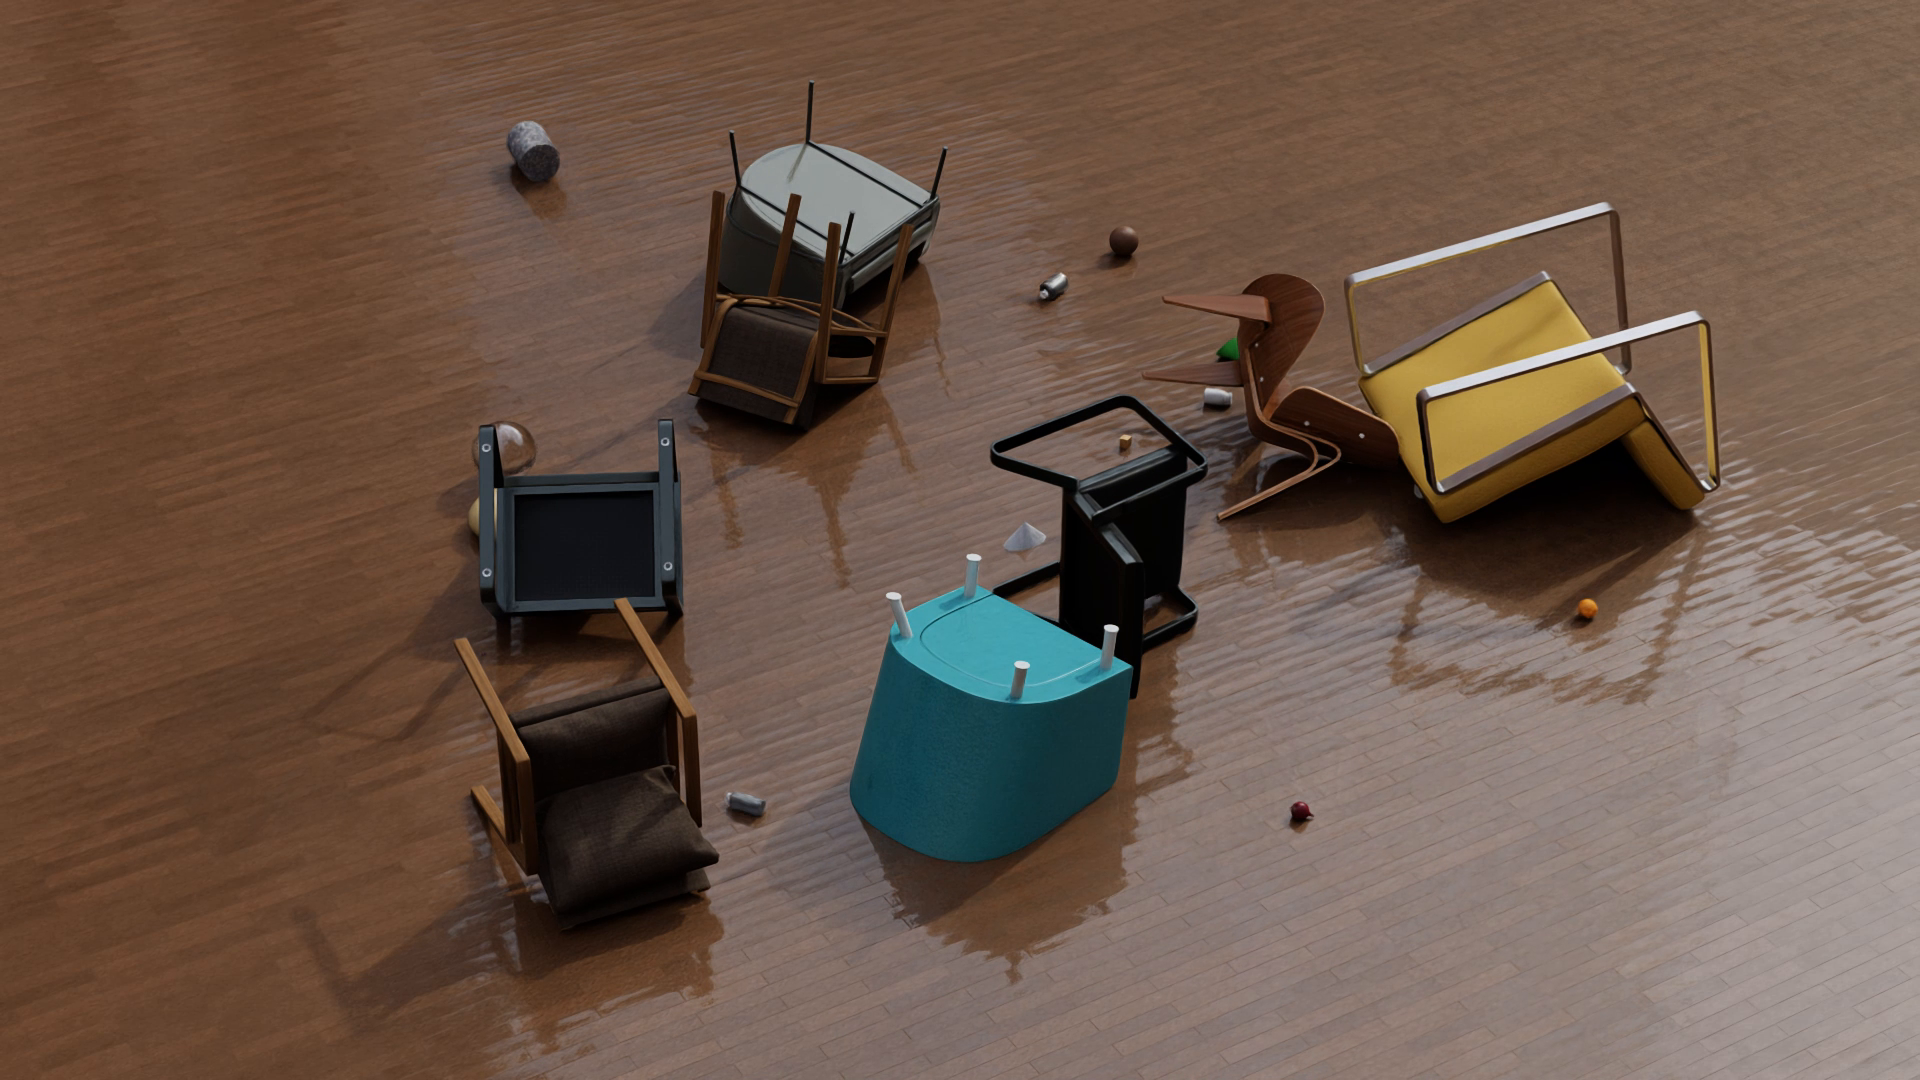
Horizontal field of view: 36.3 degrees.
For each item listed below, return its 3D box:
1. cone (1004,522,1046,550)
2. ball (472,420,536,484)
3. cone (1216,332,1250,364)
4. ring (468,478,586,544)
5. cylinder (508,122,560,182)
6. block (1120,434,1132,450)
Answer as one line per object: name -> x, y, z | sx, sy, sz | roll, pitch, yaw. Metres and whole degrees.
cone -> 0.242, -0.031, 10.913 | 0.177, 0.087, 0.104 | -19, 38, -26
ball -> -1.746, -0.337, 11.236 | 0.243, 0.243, 0.243 | 0, 33, 0
cone -> 1.156, -0.763, 12.053 | 0.187, 0.124, 0.111 | -26, 71, -35
ring -> -1.626, -0.111, 11.010 | 0.451, 0.115, 0.361 | -15, 36, -21
cylinder -> -1.963, -1.790, 13.496 | 0.187, 0.179, 0.267 | -45, 38, 8
block -> 0.649, -0.385, 11.493 | 0.033, 0.040, 0.035 | 18, 37, 25
